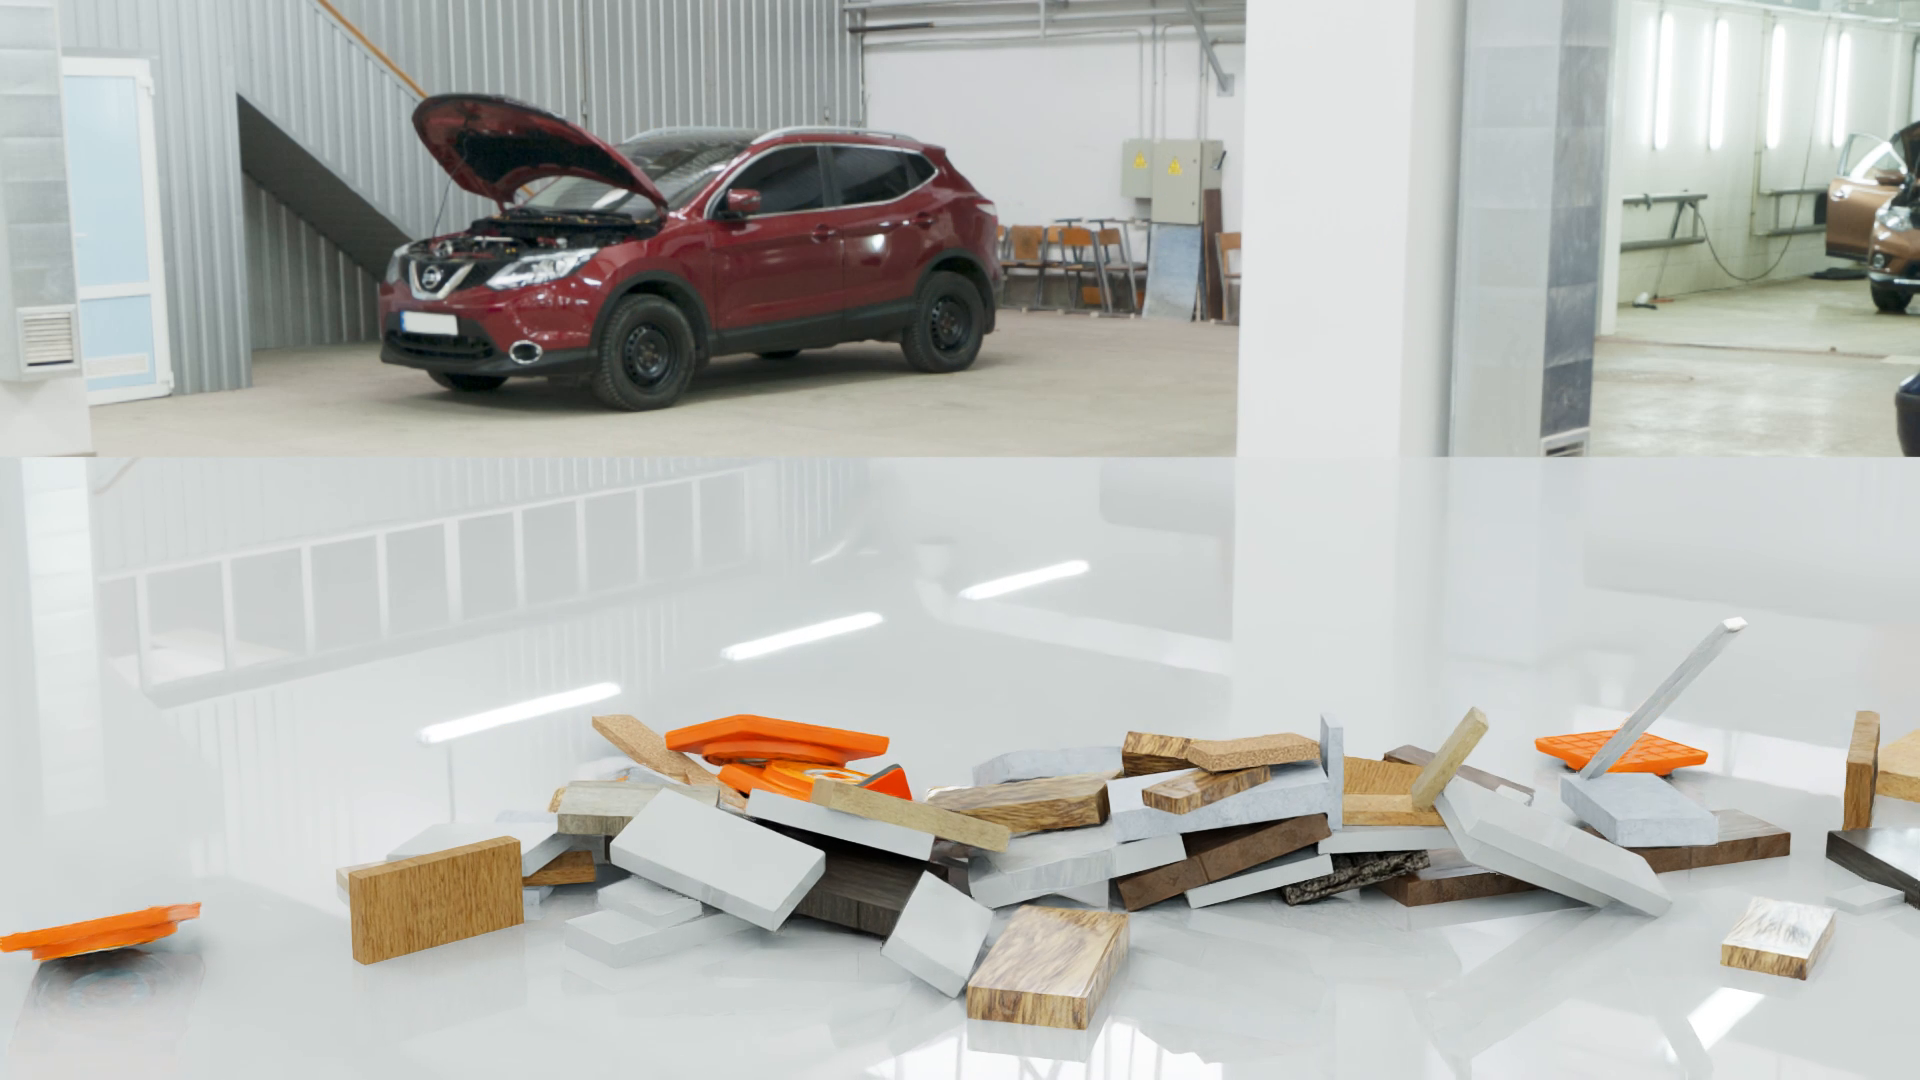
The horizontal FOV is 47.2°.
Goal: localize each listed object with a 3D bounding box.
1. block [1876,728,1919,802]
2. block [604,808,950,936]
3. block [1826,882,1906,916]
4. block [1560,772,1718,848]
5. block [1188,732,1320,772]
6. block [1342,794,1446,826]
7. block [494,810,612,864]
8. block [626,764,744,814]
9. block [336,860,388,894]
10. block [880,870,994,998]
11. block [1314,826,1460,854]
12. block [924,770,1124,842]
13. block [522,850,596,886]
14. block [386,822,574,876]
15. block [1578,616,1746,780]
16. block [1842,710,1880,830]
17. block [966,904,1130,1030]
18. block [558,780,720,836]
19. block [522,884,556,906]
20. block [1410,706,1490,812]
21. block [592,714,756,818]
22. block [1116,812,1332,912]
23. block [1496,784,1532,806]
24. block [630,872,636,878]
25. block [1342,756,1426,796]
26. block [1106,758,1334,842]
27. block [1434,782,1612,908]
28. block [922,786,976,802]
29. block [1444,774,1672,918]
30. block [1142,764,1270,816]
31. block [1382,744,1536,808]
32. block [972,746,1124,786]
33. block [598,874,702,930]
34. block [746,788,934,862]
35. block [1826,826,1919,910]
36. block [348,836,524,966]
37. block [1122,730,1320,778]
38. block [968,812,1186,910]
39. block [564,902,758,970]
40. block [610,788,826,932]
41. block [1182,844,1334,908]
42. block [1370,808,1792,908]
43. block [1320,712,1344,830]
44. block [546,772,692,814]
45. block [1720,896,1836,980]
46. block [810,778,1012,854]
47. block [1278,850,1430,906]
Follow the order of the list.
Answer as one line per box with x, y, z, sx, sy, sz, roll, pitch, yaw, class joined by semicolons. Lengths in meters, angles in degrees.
1.928;0.439;4.349;0.170;0.048;0.428;10;14;42;block
-0.301;0.528;3.590;0.541;0.049;0.174;11;21;21;block
1.490;0.590;3.619;0.122;0.017;0.061;-7;12;-32;block
1.202;0.477;3.914;0.170;0.048;0.339;-1;7;-1;block
0.481;0.347;3.610;0.191;0.027;0.095;-5;7;-17;block
0.721;0.449;3.655;0.175;0.025;0.087;0;11;10;block
-0.661;0.513;3.782;0.252;0.036;0.126;2;-30;12;block
-0.486;0.476;3.790;0.210;0.105;0.030;22;3;12;block
-0.971;0.577;3.669;0.089;0.025;0.177;-6;12;-31;block
-0.031;0.596;3.342;0.128;0.036;0.257;32;16;2;block
0.707;0.480;3.655;0.241;0.034;0.121;-2;11;1;block
0.098;0.463;3.813;0.347;0.049;0.174;-9;5;21;block
-0.702;0.551;3.674;0.177;0.025;0.089;-2;11;-13;block
-0.803;0.518;3.681;0.276;0.039;0.138;-4;14;23;block
1.248;0.287;3.919;0.061;0.423;0.017;-7;51;-40;block
1.662;0.432;4.053;0.042;0.148;0.296;4;16;25;block
0.138;0.635;3.292;0.174;0.049;0.347;3;11;14;block
-0.531;0.448;3.649;0.252;0.036;0.126;3;19;-1;block
-0.774;0.578;3.662;0.177;0.025;0.089;1;11;6;block
0.804;0.359;3.617;0.025;0.175;0.087;35;13;2;block
-0.550;0.426;4.166;0.081;0.023;0.796;0;8;-25;block
0.429;0.504;3.653;0.353;0.050;0.176;-21;10;3;block
0.960;0.495;3.924;0.061;0.017;0.122;21;58;42;block
-0.451;0.551;3.698;0.184;0.026;0.092;-8;9;9;block
0.653;0.466;3.993;0.353;0.050;0.176;5;39;27;block
0.423;0.421;3.621;0.353;0.050;0.176;-9;11;3;block
0.923;0.499;3.589;0.296;0.042;0.148;21;26;-25;block
0.166;0.475;4.097;0.461;0.030;0.105;-1;-13;-7;block
0.964;0.494;3.544;0.392;0.035;0.123;24;22;-18;block
0.398;0.397;3.561;0.191;0.027;0.095;-16;12;-32;block
0.926;0.448;4.097;0.257;0.036;0.128;19;13;29;block
0.220;0.431;4.148;0.353;0.050;0.176;-1;-15;-23;block
-0.490;0.571;3.470;0.081;0.023;0.161;-16;20;-42;block
-0.195;0.468;3.608;0.304;0.043;0.152;14;-9;0;block
1.631;0.560;3.700;0.170;0.048;0.339;-1;10;-10;block
-0.817;0.562;3.444;0.276;0.138;0.039;-9;14;-41;block
0.466;0.433;3.839;0.353;0.176;0.050;5;42;18;block
0.190;0.522;3.656;0.353;0.050;0.176;-15;10;2;block
-0.469;0.606;3.476;0.276;0.039;0.138;-9;14;-42;block
-0.384;0.503;3.484;0.304;0.043;0.152;18;39;21;block
0.487;0.547;3.656;0.241;0.034;0.121;-14;12;-2;block
1.070;0.545;3.798;0.771;0.042;0.148;-4;11;-20;block
0.614;0.382;3.636;0.025;0.175;0.087;-1;11;1;block
-0.612;0.480;3.900;0.252;0.036;0.126;-9;33;14;block
1.276;0.618;3.425;0.123;0.035;0.246;6;12;30;block
-0.084;0.454;3.620;0.304;0.043;0.152;17;-9;-14;block
0.648;0.542;3.666;0.241;0.034;0.121;-15;12;-2;block
